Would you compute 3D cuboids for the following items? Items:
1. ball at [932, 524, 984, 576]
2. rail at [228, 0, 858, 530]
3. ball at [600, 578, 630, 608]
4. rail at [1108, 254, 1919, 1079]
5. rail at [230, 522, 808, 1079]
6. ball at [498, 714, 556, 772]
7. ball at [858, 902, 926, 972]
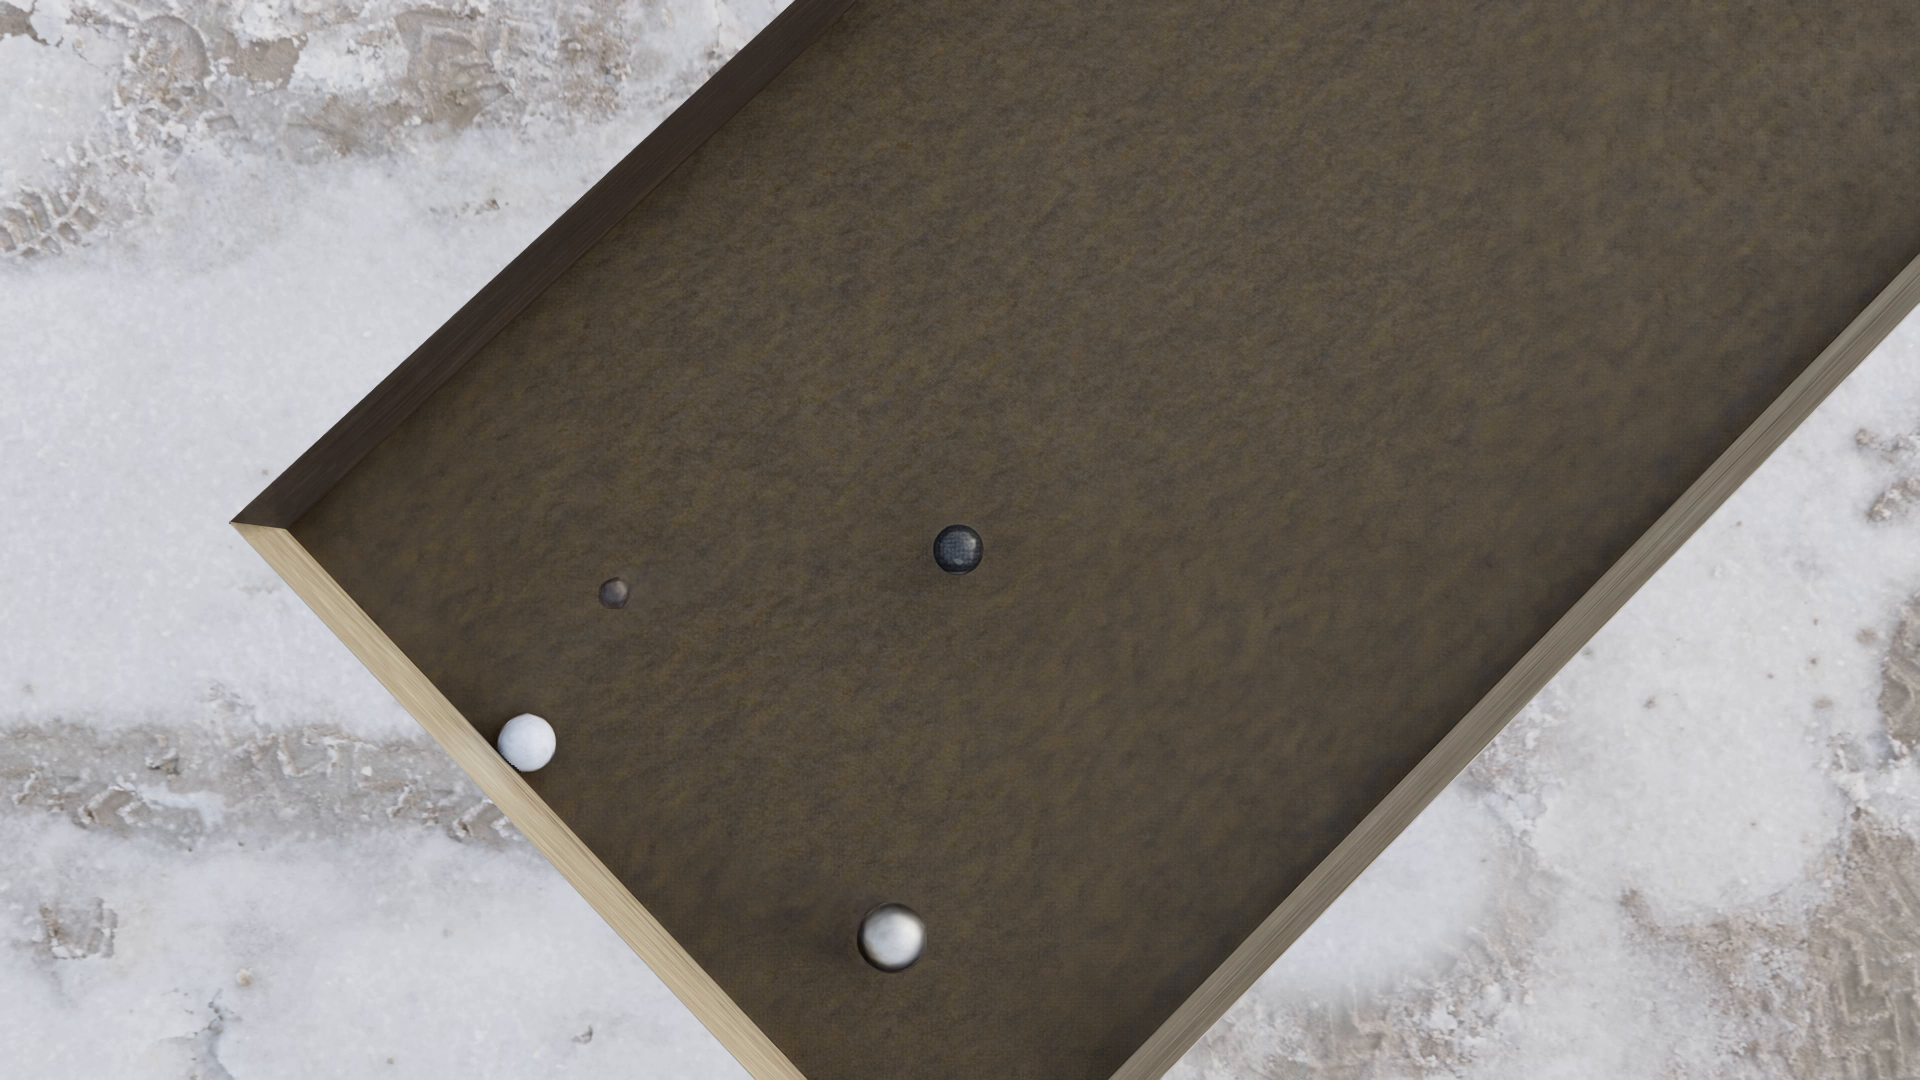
[{"bbox_3d":[-0.002,0.014,3.268,0.076,0.076,0.076,0,81,0],"label":"ball"},{"bbox_3d":[0.024,-1.034,3.404,2.990,0.130,0.045,-44,84,-6],"label":"rail"},{"bbox_3d":[-0.513,0.079,3.274,0.045,0.045,0.045,0,81,0],"label":"ball"},{"bbox_3d":[1.042,-0.011,3.244,2.990,0.130,0.045,-44,84,-6],"label":"rail"},{"bbox_3d":[-0.516,0.496,3.164,0.045,0.130,1.500,-44,84,-6],"label":"rail"},{"bbox_3d":[-0.634,0.297,3.219,0.085,0.085,0.085,0,81,0],"label":"ball"},{"bbox_3d":[-0.098,0.573,3.168,0.100,0.100,0.100,0,81,0],"label":"ball"}]
